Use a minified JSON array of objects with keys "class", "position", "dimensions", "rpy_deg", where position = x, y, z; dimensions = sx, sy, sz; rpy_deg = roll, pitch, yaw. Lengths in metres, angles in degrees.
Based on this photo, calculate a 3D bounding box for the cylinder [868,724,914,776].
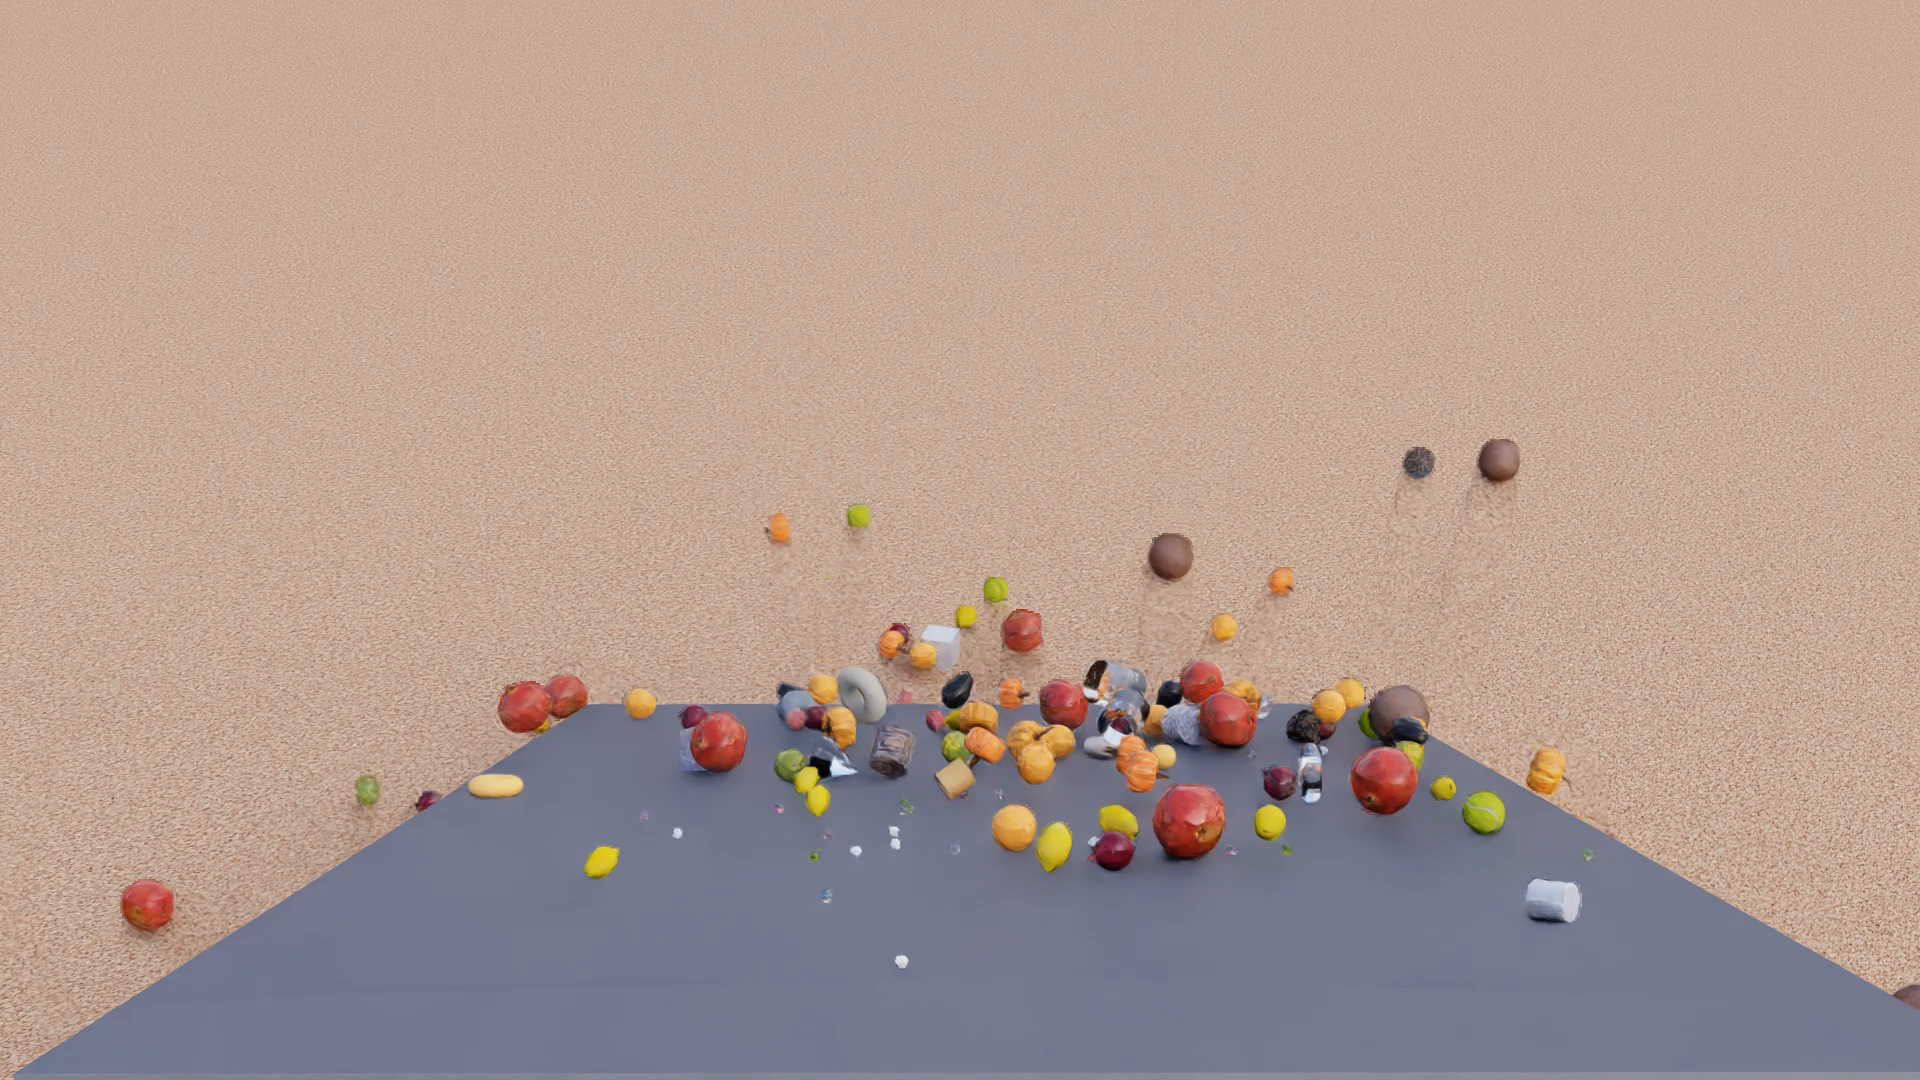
[{"class":"cylinder","position":[-0.133,0.409,4.995],"dimensions":[0.073,0.073,0.073],"rpy_deg":[6,56,12]}]

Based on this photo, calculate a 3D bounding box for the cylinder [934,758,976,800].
[{"class":"cylinder","position":[-0.009,0.430,4.640],"dimensions":[0.055,0.055,0.055],"rpy_deg":[-34,35,-12]}]

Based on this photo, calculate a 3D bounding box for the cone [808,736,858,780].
[{"class":"cone","position":[-0.229,0.432,4.951],"dimensions":[0.088,0.088,0.088],"rpy_deg":[18,31,31]}]

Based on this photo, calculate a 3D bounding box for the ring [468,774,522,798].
[{"class":"ring","position":[-0.855,0.452,4.742],"dimensions":[0.101,0.034,0.101],"rpy_deg":[1,3,0]}]

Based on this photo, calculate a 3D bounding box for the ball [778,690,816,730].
[{"class":"ball","position":[-0.374,0.389,5.931],"dimensions":[0.091,0.091,0.091],"rpy_deg":[0,25,0]}]

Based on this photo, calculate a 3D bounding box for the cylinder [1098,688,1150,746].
[{"class":"cylinder","position":[0.332,0.359,5.231],"dimensions":[0.085,0.085,0.085],"rpy_deg":[9,32,19]}]

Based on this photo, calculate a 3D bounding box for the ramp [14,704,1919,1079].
[{"class":"ramp","position":[0.058,0.523,4.561],"dimensions":[2.000,0.100,4.000],"rpy_deg":[0,2,0]}]

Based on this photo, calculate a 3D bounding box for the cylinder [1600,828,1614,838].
[{"class":"cylinder","position":[1.480,0.717,6.017],"dimensions":[0.077,0.077,0.077],"rpy_deg":[-13,16,32]}]

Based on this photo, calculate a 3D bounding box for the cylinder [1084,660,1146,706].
[{"class":"cylinder","position":[0.324,0.307,5.398],"dimensions":[0.093,0.093,0.093],"rpy_deg":[17,16,-28]}]

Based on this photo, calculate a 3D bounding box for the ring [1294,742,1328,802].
[{"class":"ring","position":[0.627,0.415,4.611],"dimensions":[0.036,0.108,0.108],"rpy_deg":[-15,20,22]}]

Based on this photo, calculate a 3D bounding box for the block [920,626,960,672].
[{"class":"block","position":[-0.054,0.291,6.938],"dimensions":[0.086,0.086,0.086],"rpy_deg":[7,26,15]}]

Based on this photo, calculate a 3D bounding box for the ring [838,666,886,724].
[{"class":"ring","position":[-0.213,0.337,5.605],"dimensions":[0.136,0.136,0.045],"rpy_deg":[23,41,40]}]

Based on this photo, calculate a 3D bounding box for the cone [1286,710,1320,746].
[{"class":"cone","position":[0.762,0.425,5.595],"dimensions":[0.083,0.083,0.083],"rpy_deg":[-8,30,-16]}]

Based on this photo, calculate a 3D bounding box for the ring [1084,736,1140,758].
[{"class":"ring","position":[0.315,0.431,5.365],"dimensions":[0.118,0.039,0.118],"rpy_deg":[1,2,0]}]

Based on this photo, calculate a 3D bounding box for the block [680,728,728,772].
[{"class":"block","position":[-0.510,0.418,5.147],"dimensions":[0.078,0.078,0.078],"rpy_deg":[0,2,10]}]

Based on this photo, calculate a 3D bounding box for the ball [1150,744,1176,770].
[{"class":"ball","position":[0.405,0.431,5.130],"dimensions":[0.051,0.051,0.051],"rpy_deg":[0,25,0]}]

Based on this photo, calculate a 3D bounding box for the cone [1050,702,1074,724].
[{"class":"cone","position":[0.235,0.399,6.033],"dimensions":[0.056,0.056,0.056],"rpy_deg":[11,26,3]}]

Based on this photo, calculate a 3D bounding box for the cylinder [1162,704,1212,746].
[{"class":"cylinder","position":[0.493,0.402,5.613],"dimensions":[0.082,0.082,0.082],"rpy_deg":[-11,6,-22]}]

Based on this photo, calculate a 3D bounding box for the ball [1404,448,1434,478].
[{"class":"ball","position":[1.432,-0.239,8.046],"dimensions":[0.093,0.093,0.093],"rpy_deg":[0,25,0]}]

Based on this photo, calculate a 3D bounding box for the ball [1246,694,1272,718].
[{"class":"ball","position":[0.717,0.398,6.176],"dimensions":[0.059,0.059,0.059],"rpy_deg":[0,25,0]}]
